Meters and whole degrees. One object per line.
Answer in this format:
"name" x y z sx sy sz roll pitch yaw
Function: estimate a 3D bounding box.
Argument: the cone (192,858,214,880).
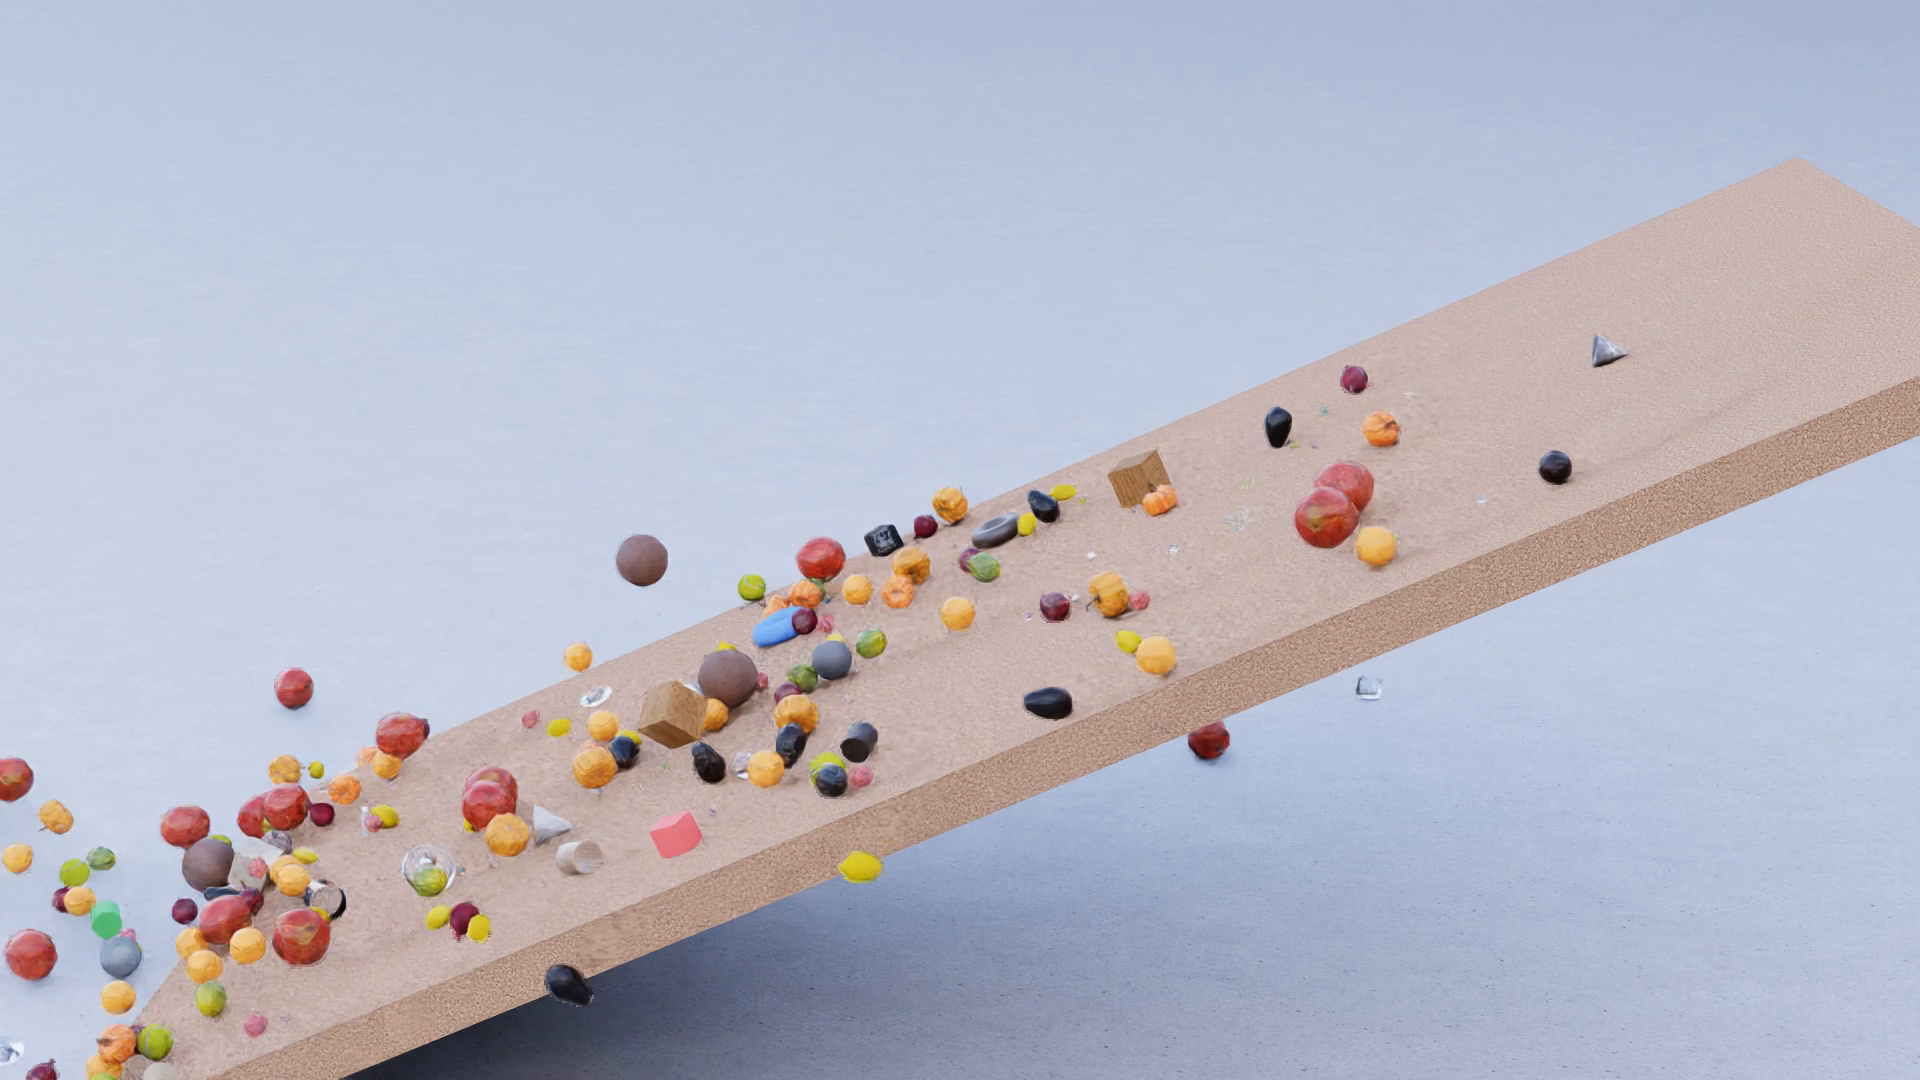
"cone" -1.834 0.795 7.115 0.053 0.053 0.053 -3 -10 -11

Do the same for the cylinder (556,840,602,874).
"cylinder" -0.743 0.620 5.733 0.065 0.065 0.065 -13 2 -41

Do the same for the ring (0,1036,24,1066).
"ring" -2.022 1.075 6.186 0.105 0.035 0.105 0 16 0

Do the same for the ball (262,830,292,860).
"ball" -1.608 0.719 6.916 0.077 0.077 0.077 0 15 0

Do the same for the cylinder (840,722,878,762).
"cylinder" -0.193 0.388 5.640 0.057 0.057 0.057 5 32 18

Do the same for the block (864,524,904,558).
"block" -0.188 0.002 7.194 0.060 0.060 0.060 -32 15 -29

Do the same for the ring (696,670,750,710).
"ring" -0.529 0.333 6.527 0.139 0.046 0.139 -21 16 6

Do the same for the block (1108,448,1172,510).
"block" 0.402 -0.137 6.584 0.090 0.090 0.090 -16 15 34

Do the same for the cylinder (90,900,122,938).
"cylinder" -1.980 0.879 6.819 0.066 0.066 0.066 -5 21 -19

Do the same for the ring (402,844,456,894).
"ring" -1.097 0.680 6.075 0.112 0.037 0.112 14 49 -18

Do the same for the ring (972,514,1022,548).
"ring" 0.086 -0.021 6.814 0.129 0.043 0.129 -23 14 6

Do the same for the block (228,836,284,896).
"block" -1.608 0.745 6.714 0.084 0.084 0.084 23 22 4

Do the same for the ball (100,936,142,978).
"ball" -1.877 0.931 6.575 0.091 0.091 0.091 0 15 0

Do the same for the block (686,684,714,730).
"block" -0.601 0.377 6.392 0.086 0.086 0.086 -27 13 -11

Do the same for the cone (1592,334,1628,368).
"cone" 1.326 -0.381 5.980 0.071 0.071 0.071 4 15 6

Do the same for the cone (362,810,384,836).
"cone" -1.371 0.647 6.806 0.057 0.057 0.057 -24 13 6

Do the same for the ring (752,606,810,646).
"ring" -0.416 0.201 6.844 0.145 0.048 0.145 -23 14 6

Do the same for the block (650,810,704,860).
"block" -0.539 0.561 5.596 0.062 0.062 0.062 -18 15 28

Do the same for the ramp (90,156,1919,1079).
"ramp" 0.132 0.170 6.284 4.000 0.100 2.000 -23 13 8

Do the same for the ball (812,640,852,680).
"ball" -0.272 0.255 6.261 0.086 0.086 0.086 0 15 0

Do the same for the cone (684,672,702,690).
"cone" -0.617 0.323 6.705 0.058 0.058 0.058 -24 13 6

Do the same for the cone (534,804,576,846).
"cone" -0.835 0.591 6.074 0.090 0.090 0.090 1 15 -6

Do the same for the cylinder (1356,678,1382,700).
"cylinder" 1.186 0.430 8.521 0.060 0.060 0.060 5 16 22

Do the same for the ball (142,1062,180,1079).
"ball" -1.507 1.019 5.543 0.070 0.070 0.070 0 15 0

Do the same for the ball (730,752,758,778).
"ball" -0.431 0.449 5.866 0.053 0.053 0.053 0 15 0

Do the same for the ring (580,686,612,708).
"ring" -0.872 0.375 7.044 0.080 0.027 0.080 -22 14 6

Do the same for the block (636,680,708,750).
"block" -0.601 0.367 6.158 0.096 0.096 0.096 33 -37 -31

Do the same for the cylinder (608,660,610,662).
"cylinder" -0.888 0.365 7.686 0.093 0.093 0.093 -15 -16 -5
